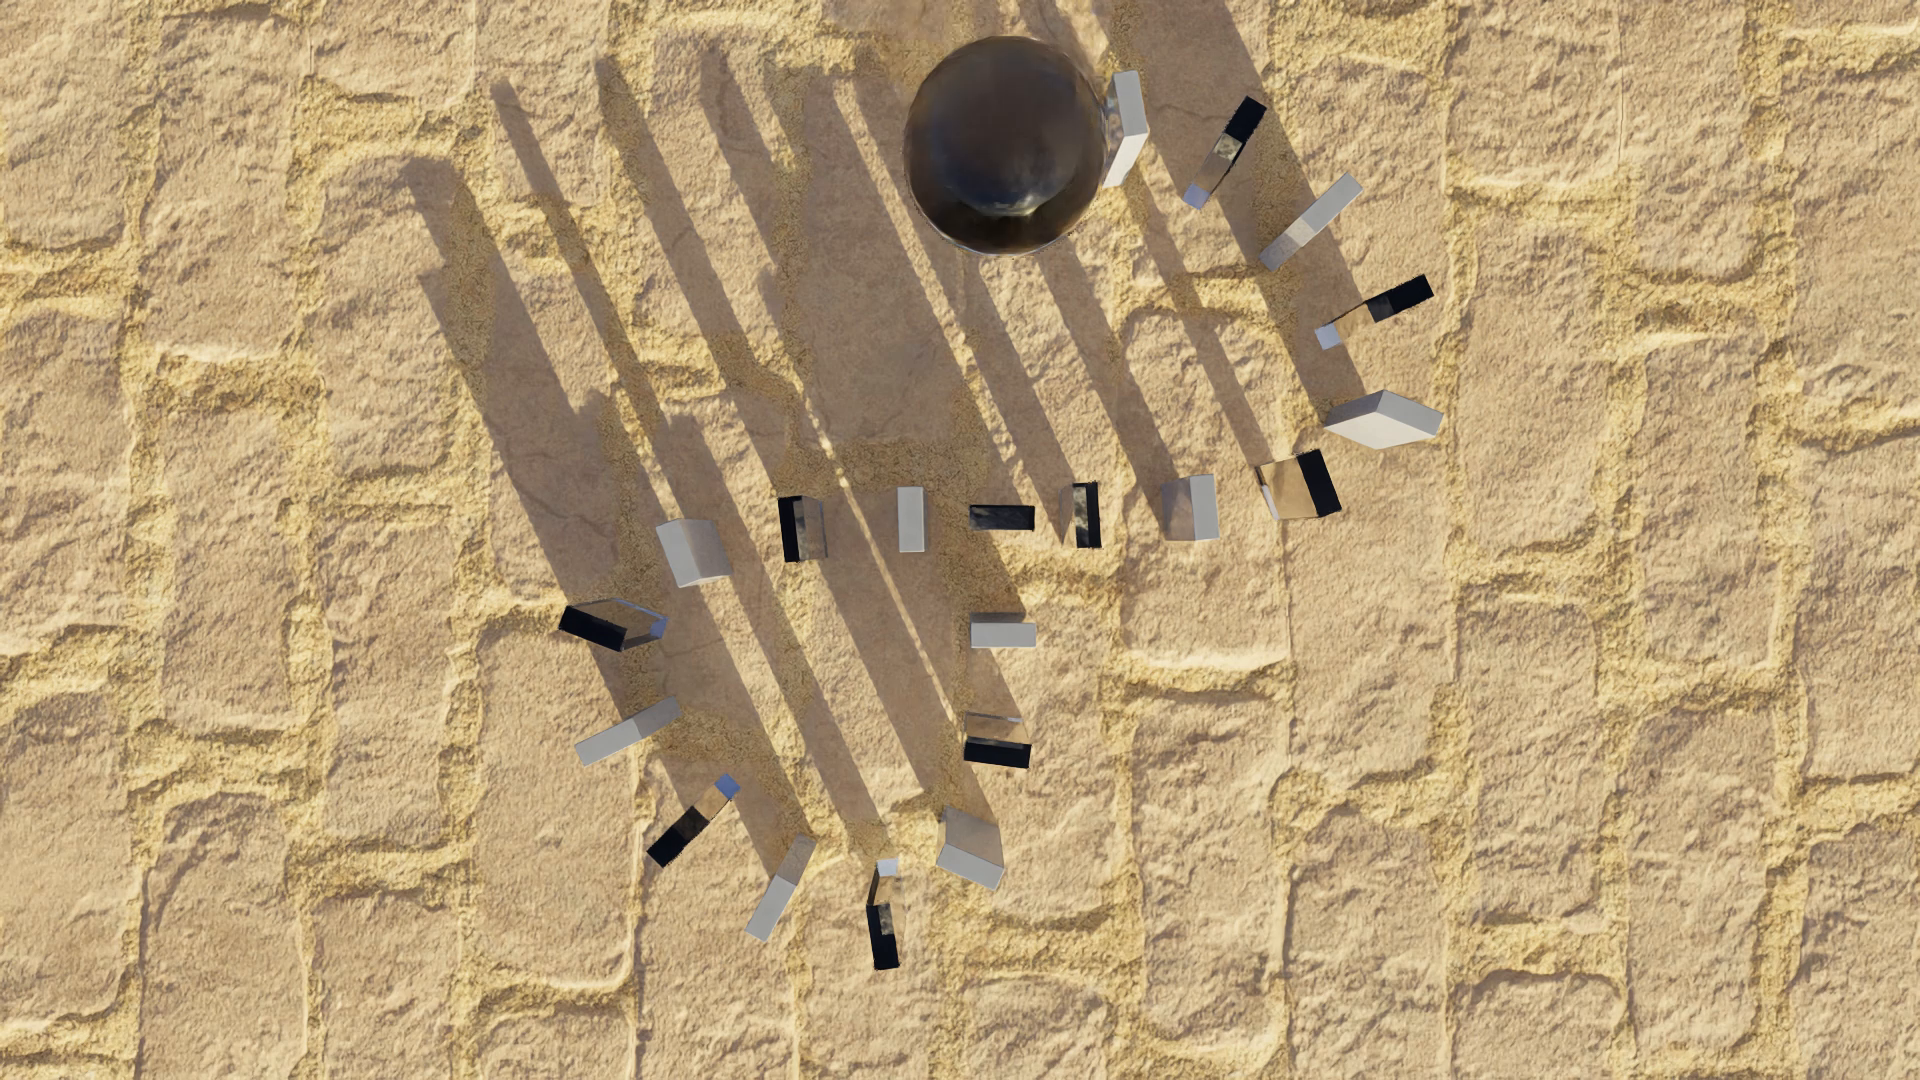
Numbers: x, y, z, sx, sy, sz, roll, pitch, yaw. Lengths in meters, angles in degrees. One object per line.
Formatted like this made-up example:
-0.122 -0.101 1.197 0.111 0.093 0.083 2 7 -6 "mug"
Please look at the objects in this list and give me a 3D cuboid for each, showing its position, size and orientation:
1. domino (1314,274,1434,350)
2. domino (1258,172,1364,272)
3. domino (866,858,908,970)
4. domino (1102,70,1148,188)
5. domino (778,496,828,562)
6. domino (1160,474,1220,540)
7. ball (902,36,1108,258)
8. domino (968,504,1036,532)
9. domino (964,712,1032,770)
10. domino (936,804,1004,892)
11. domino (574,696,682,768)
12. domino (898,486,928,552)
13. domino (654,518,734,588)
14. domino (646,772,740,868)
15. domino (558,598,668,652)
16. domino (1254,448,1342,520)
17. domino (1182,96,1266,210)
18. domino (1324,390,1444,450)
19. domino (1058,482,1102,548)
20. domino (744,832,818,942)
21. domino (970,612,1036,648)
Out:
0.168 -0.092 0.375 0.025 0.050 0.009 -25 90 0 "domino"
0.142 -0.129 0.375 0.025 0.050 0.009 -43 90 0 "domino"
-0.030 0.152 0.375 0.009 0.050 0.025 -8 90 0 "domino"
0.065 -0.167 0.375 0.009 0.050 0.025 -10 90 -1 "domino"
-0.064 -0.004 0.375 0.009 0.050 0.025 -7 90 0 "domino"
0.093 -0.013 0.375 0.009 0.050 0.025 -5 90 0 "domino"
0.017 -0.153 0.360 0.080 0.080 0.080 0 90 0 "ball"
0.016 -0.009 0.375 0.025 0.050 0.009 1 90 0 "domino"
0.014 0.081 0.375 0.025 0.050 0.010 8 90 0 "domino"
0.004 0.125 0.375 0.025 0.050 0.010 24 90 0 "domino"
-0.134 0.077 0.375 0.025 0.050 0.009 -26 90 0 "domino"
-0.019 -0.008 0.375 0.009 0.050 0.025 -2 90 0 "domino"
-0.108 0.005 0.375 0.010 0.050 0.025 -21 90 0 "domino"
-0.108 0.113 0.375 0.025 0.050 0.010 -44 90 0 "domino"
-0.140 0.034 0.375 0.025 0.050 0.009 21 90 0 "domino"
0.137 -0.022 0.375 0.010 0.050 0.025 -21 90 0 "domino"
0.107 -0.157 0.375 0.010 0.050 0.025 31 90 0 "domino"
0.172 -0.049 0.375 0.025 0.050 0.010 22 90 0 "domino"
0.049 -0.009 0.375 0.010 0.050 0.025 -4 90 0 "domino"
-0.072 0.141 0.375 0.010 0.050 0.025 29 90 0 "domino"
0.017 0.036 0.375 0.025 0.050 0.009 0 90 0 "domino"
